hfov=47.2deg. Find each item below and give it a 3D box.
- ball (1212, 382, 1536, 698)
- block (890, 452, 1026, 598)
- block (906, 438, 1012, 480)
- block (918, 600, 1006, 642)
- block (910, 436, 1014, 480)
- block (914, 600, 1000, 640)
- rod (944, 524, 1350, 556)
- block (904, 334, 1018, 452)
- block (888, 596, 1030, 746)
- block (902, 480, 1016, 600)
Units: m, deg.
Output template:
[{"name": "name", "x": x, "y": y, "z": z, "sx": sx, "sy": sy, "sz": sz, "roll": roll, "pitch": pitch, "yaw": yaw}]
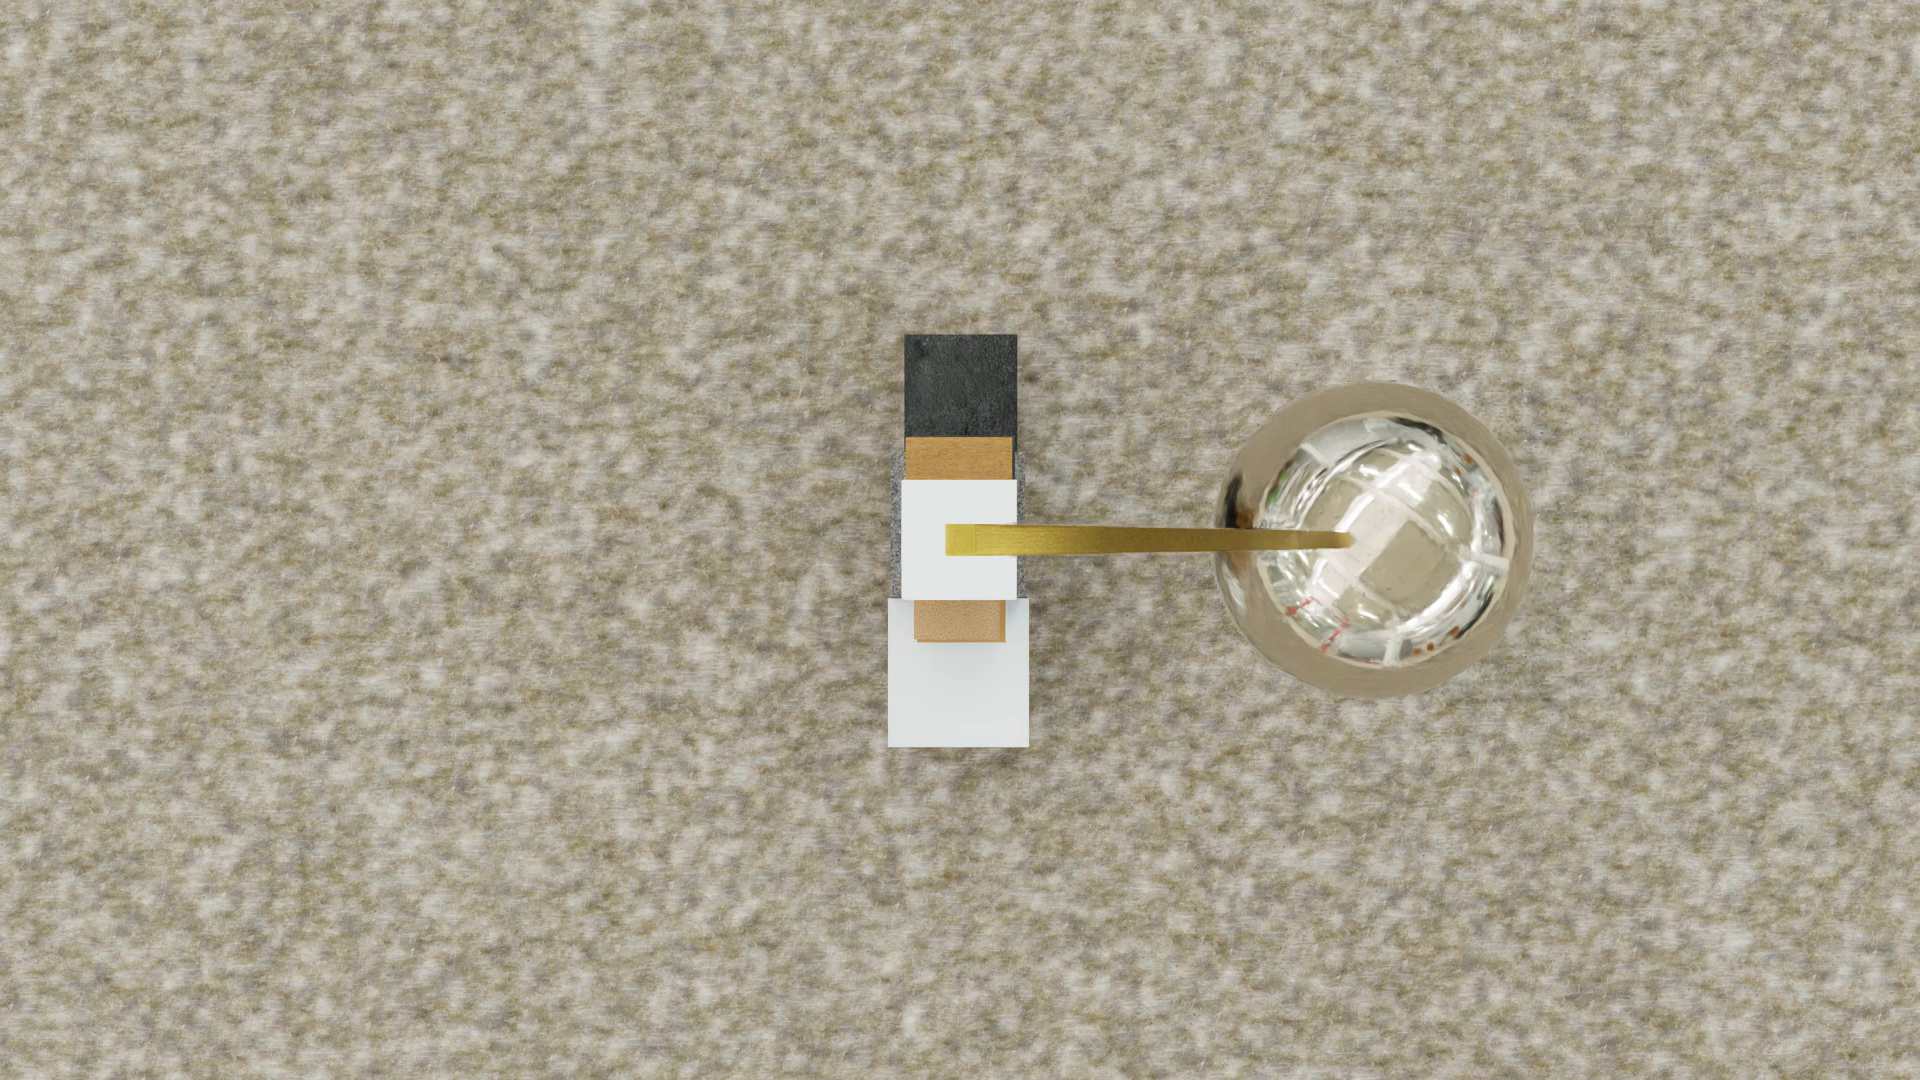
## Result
[{"name": "ball", "x": 2.074, "y": 0.000, "z": 11.093, "sx": 1.600, "sy": 1.600, "sz": 1.600, "roll": 0, "pitch": 90, "yaw": 0}, {"name": "block", "x": -0.011, "y": -0.085, "z": 12.579, "sx": 0.742, "sy": 0.842, "sz": 0.804, "roll": 0, "pitch": 90, "yaw": 0}, {"name": "block", "x": -0.006, "y": -0.228, "z": 11.208, "sx": 0.529, "sy": 0.554, "sz": 0.564, "roll": 0, "pitch": 90, "yaw": 0}, {"name": "block", "x": 0.007, "y": 0.310, "z": 11.950, "sx": 0.472, "sy": 0.416, "sz": 0.474, "roll": 0, "pitch": 90, "yaw": 0}, {"name": "block", "x": 0.011, "y": -0.242, "z": 11.822, "sx": 0.552, "sy": 0.674, "sz": 0.609, "roll": 0, "pitch": 90, "yaw": 0}, {"name": "block", "x": -0.017, "y": 0.287, "z": 11.513, "sx": 0.440, "sy": 0.459, "sz": 0.447, "roll": 0, "pitch": 90, "yaw": 0}, {"name": "rod", "x": 0.899, "y": 0.000, "z": 7.903, "sx": 0.080, "sy": 5.200, "sz": 0.080, "roll": 0, "pitch": 90, "yaw": 20}, {"name": "block", "x": 0.005, "y": -0.828, "z": 12.702, "sx": 0.637, "sy": 0.597, "sz": 0.663, "roll": 0, "pitch": 90, "yaw": 0}, {"name": "block", "x": -0.008, "y": 0.743, "z": 12.661, "sx": 0.790, "sy": 0.678, "sz": 0.832, "roll": 0, "pitch": 90, "yaw": 0}, {"name": "block", "x": -0.004, "y": 0.000, "z": 10.685, "sx": 0.545, "sy": 0.493, "sz": 0.570, "roll": 0, "pitch": 90, "yaw": 0}]
